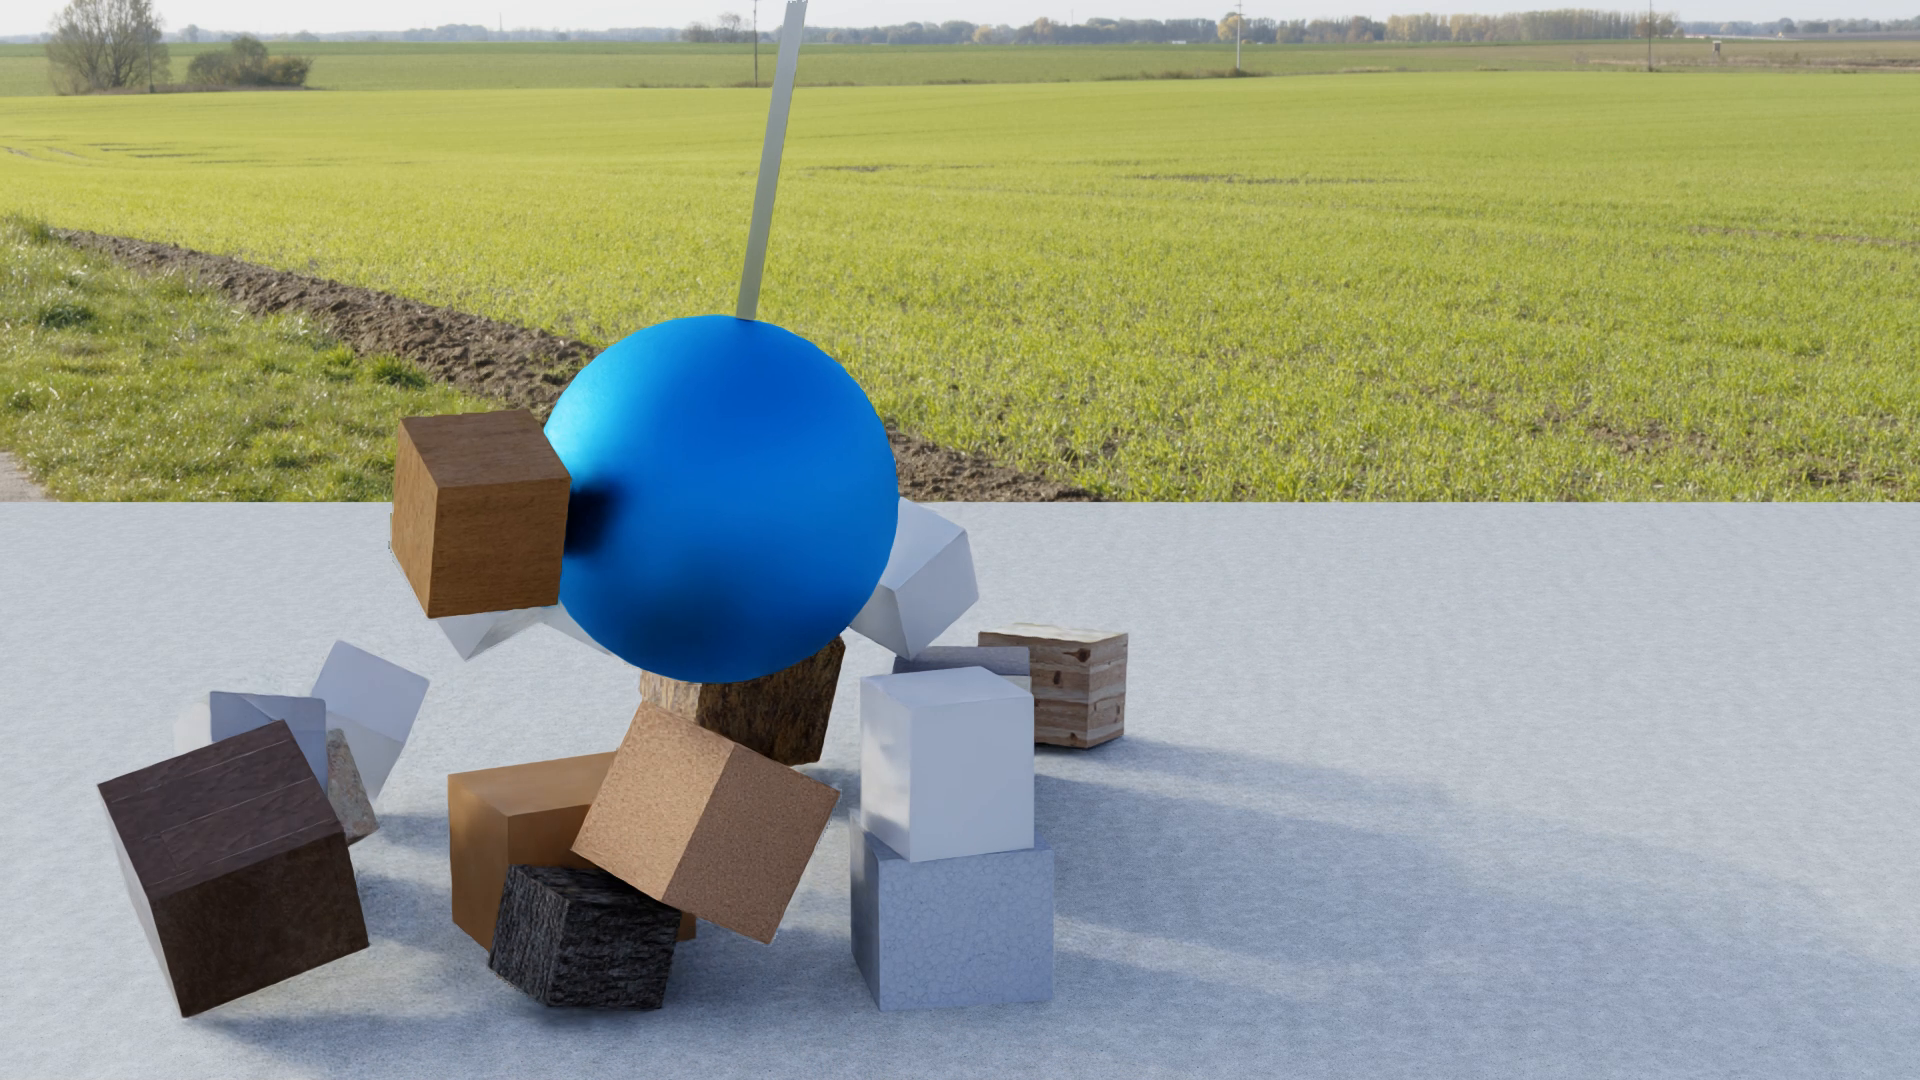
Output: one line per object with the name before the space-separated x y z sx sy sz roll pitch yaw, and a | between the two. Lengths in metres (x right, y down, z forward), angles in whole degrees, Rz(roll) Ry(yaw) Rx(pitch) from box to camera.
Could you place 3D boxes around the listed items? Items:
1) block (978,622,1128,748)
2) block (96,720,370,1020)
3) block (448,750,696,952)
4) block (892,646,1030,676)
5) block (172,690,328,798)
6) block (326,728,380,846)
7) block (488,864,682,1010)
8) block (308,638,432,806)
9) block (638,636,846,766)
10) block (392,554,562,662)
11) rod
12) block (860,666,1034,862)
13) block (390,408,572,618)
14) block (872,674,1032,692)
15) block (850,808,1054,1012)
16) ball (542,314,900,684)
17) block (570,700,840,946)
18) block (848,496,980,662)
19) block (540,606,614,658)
block | 0.490 0.765 13.675 0.640 0.552 0.528 5 6 25
block | -2.779 1.251 9.829 0.733 0.635 0.704 -20 42 -23
block | -1.607 1.306 10.598 0.795 0.638 0.703 -6 12 -30
block | 0.009 0.914 12.706 0.663 0.656 0.608 0 10 1
block | -2.940 0.952 10.623 0.483 0.507 0.469 7 -24 -34
block | -2.941 1.173 11.188 0.510 0.475 0.495 -16 -9 -43
block | -1.429 1.511 9.774 0.500 0.403 0.481 10 4 -39
block | -2.916 0.898 12.310 0.491 0.513 0.497 26 32 -12
block | -1.115 0.647 12.985 0.743 0.808 0.704 -7 43 -25
block | -2.191 0.094 12.059 0.565 0.610 0.550 -31 -8 -38
rod | -0.461 -3.468 10.550 0.080 5.200 0.080 10 10 -2
block | -0.053 0.853 9.876 0.507 0.597 0.527 -4 11 -22
block | -1.942 -0.113 10.358 0.539 0.605 0.551 -6 34 -27
block | -0.054 1.030 12.073 0.761 0.654 0.659 0 10 3
block | -0.042 1.423 10.073 0.674 0.596 0.698 -2 11 -11
ball | -1.064 -0.176 11.148 1.600 1.600 1.600 0 10 0
block | -0.976 1.077 9.834 0.563 0.639 0.646 30 -8 -40
block | -0.268 0.189 12.695 0.438 0.485 0.522 27 55 34
block | -1.880 0.069 13.026 0.622 0.571 0.669 24 61 21
